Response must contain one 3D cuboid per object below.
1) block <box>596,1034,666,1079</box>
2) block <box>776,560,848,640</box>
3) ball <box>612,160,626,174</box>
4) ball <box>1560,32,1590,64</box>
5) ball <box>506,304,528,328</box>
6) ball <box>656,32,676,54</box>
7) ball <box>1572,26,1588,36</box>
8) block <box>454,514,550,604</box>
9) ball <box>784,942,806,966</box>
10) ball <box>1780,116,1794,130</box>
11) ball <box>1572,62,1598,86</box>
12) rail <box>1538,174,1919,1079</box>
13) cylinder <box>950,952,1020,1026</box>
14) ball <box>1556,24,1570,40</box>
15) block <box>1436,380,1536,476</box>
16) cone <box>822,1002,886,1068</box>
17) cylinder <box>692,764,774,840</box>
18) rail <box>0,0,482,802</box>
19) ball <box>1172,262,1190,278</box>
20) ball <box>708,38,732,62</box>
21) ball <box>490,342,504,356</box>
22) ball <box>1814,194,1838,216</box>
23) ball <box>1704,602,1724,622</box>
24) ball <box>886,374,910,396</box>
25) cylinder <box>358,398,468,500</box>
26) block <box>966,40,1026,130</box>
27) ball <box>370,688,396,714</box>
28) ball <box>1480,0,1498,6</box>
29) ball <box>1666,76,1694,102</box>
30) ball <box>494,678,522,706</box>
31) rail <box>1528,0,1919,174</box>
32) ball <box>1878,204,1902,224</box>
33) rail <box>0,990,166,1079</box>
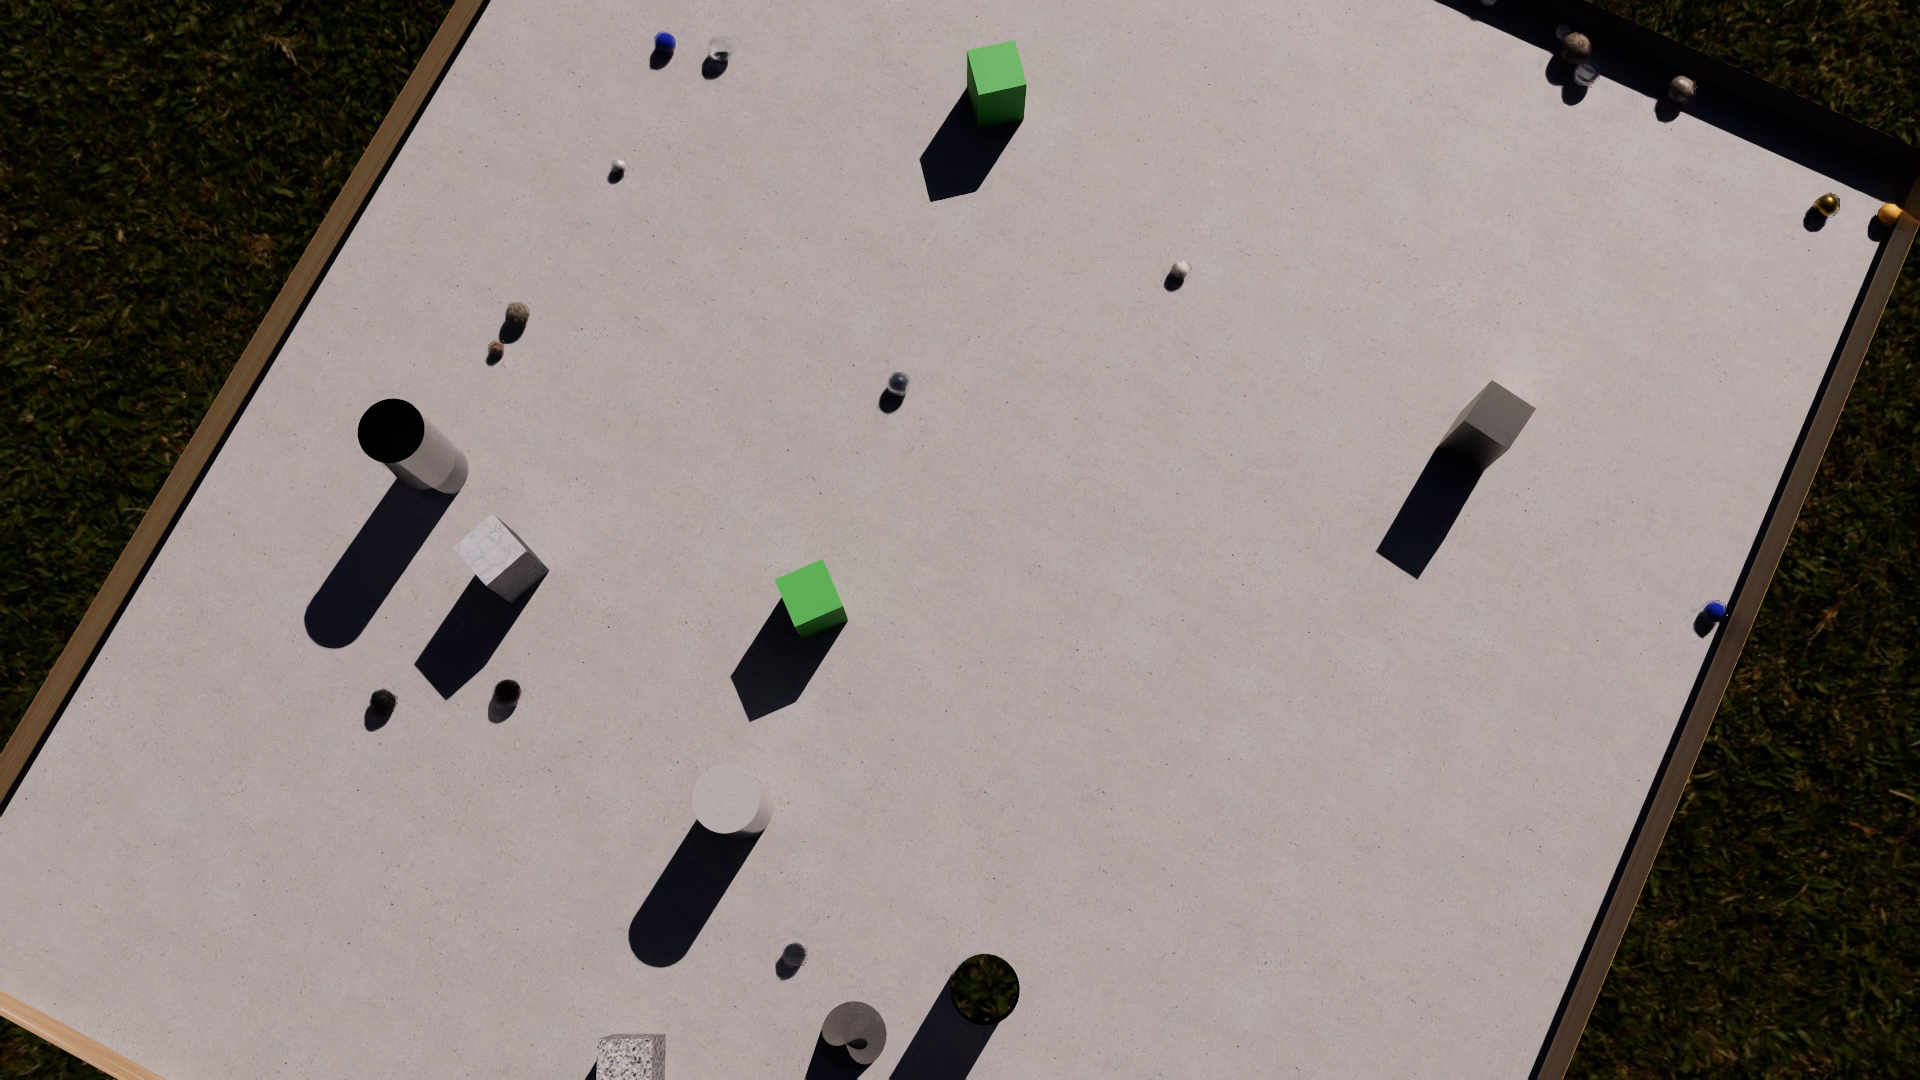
[{"bbox_3d":[-0.929,1.483,5.188,0.152,0.239,0.152,-1,78,0],"label":"block"},{"bbox_3d":[-0.439,0.180,5.448,0.152,0.258,0.152,-23,79,-5],"label":"block"},{"bbox_3d":[-1.085,-1.191,5.840,0.045,0.045,0.045,0,78,0],"label":"ball"},{"bbox_3d":[1.977,-1.583,5.895,0.095,0.095,0.095,0,78,0],"label":"ball"},{"bbox_3d":[-1.384,-0.702,5.725,0.072,0.072,0.072,0,78,0],"label":"ball"},{"bbox_3d":[-0.950,-1.604,5.914,0.067,0.067,0.067,0,78,0],"label":"ball"},{"bbox_3d":[2.006,-1.642,5.932,0.048,0.048,0.048,0,78,0],"label":"ball"},{"bbox_3d":[-1.360,0.058,5.448,0.152,0.306,0.152,-42,81,-8],"label":"block"},{"bbox_3d":[-0.481,1.205,5.333,0.066,0.066,0.066,0,78,0],"label":"ball"},{"bbox_3d":[2.650,-1.334,5.871,0.042,0.042,0.042,0,78,0],"label":"ball"},{"bbox_3d":[2.008,-1.496,5.886,0.078,0.078,0.078,0,78,0],"label":"ball"},{"bbox_3d":[1.966,0.969,5.352,0.045,0.123,4.923,26,80,5],"label":"rail"},{"bbox_3d":[0.068,1.263,5.175,0.190,0.352,0.190,0,78,0],"label":"cylinder"},{"bbox_3d":[1.952,-1.645,5.932,0.049,0.049,0.049,0,78,0],"label":"ball"},{"bbox_3d":[1.578,-0.332,5.515,0.152,0.334,0.152,35,80,7],"label":"block"},{"bbox_3d":[-0.308,1.400,5.140,0.190,0.366,0.190,0,78,0],"label":"cone"},{"bbox_3d":[-0.649,0.756,5.265,0.190,0.383,0.190,0,78,0],"label":"cylinder"},{"bbox_3d":[-1.966,-0.956,5.750,0.045,0.123,4.923,26,80,5],"label":"rail"},{"bbox_3d":[0.693,-0.849,5.764,0.055,0.055,0.055,0,78,0],"label":"ball"},{"bbox_3d":[-0.771,-1.581,5.904,0.076,0.076,0.076,0,78,0],"label":"ball"},{"bbox_3d":[-1.444,-0.598,5.718,0.044,0.044,0.044,0,78,0],"label":"ball"},{"bbox_3d":[2.741,-1.060,5.801,0.068,0.068,0.068,0,78,0],"label":"ball"},{"bbox_3d":[2.279,0.218,5.540,0.061,0.061,0.061,0,78,0],"label":"ball"},{"bbox_3d":[-0.191,-0.482,5.680,0.071,0.071,0.071,0,78,0],"label":"ball"},{"bbox_3d":[-1.613,-0.262,5.428,0.190,0.474,0.190,0,78,0],"label":"cylinder"},{"bbox_3d":[0.114,-1.433,5.783,0.152,0.255,0.152,-13,79,-3],"label":"block"},{"bbox_3d":[-1.726,0.481,5.479,0.074,0.074,0.074,0,78,0],"label":"ball"},{"bbox_3d":[1.717,-1.767,5.948,0.066,0.066,0.066,0,78,0],"label":"ball"},{"bbox_3d":[2.310,-1.445,5.873,0.083,0.083,0.083,0,78,0],"label":"ball"},{"bbox_3d":[-1.353,0.454,5.482,0.079,0.079,0.079,0,78,0],"label":"ball"},{"bbox_3d":[1.090,-2.128,5.993,4.443,0.123,0.045,26,80,5],"label":"rail"},{"bbox_3d":[2.939,-1.031,5.795,0.068,0.068,0.068,0,78,0],"label":"ball"},{"bbox_3d":[-1.090,2.142,5.109,4.443,0.123,0.045,26,80,5],"label":"rail"}]
